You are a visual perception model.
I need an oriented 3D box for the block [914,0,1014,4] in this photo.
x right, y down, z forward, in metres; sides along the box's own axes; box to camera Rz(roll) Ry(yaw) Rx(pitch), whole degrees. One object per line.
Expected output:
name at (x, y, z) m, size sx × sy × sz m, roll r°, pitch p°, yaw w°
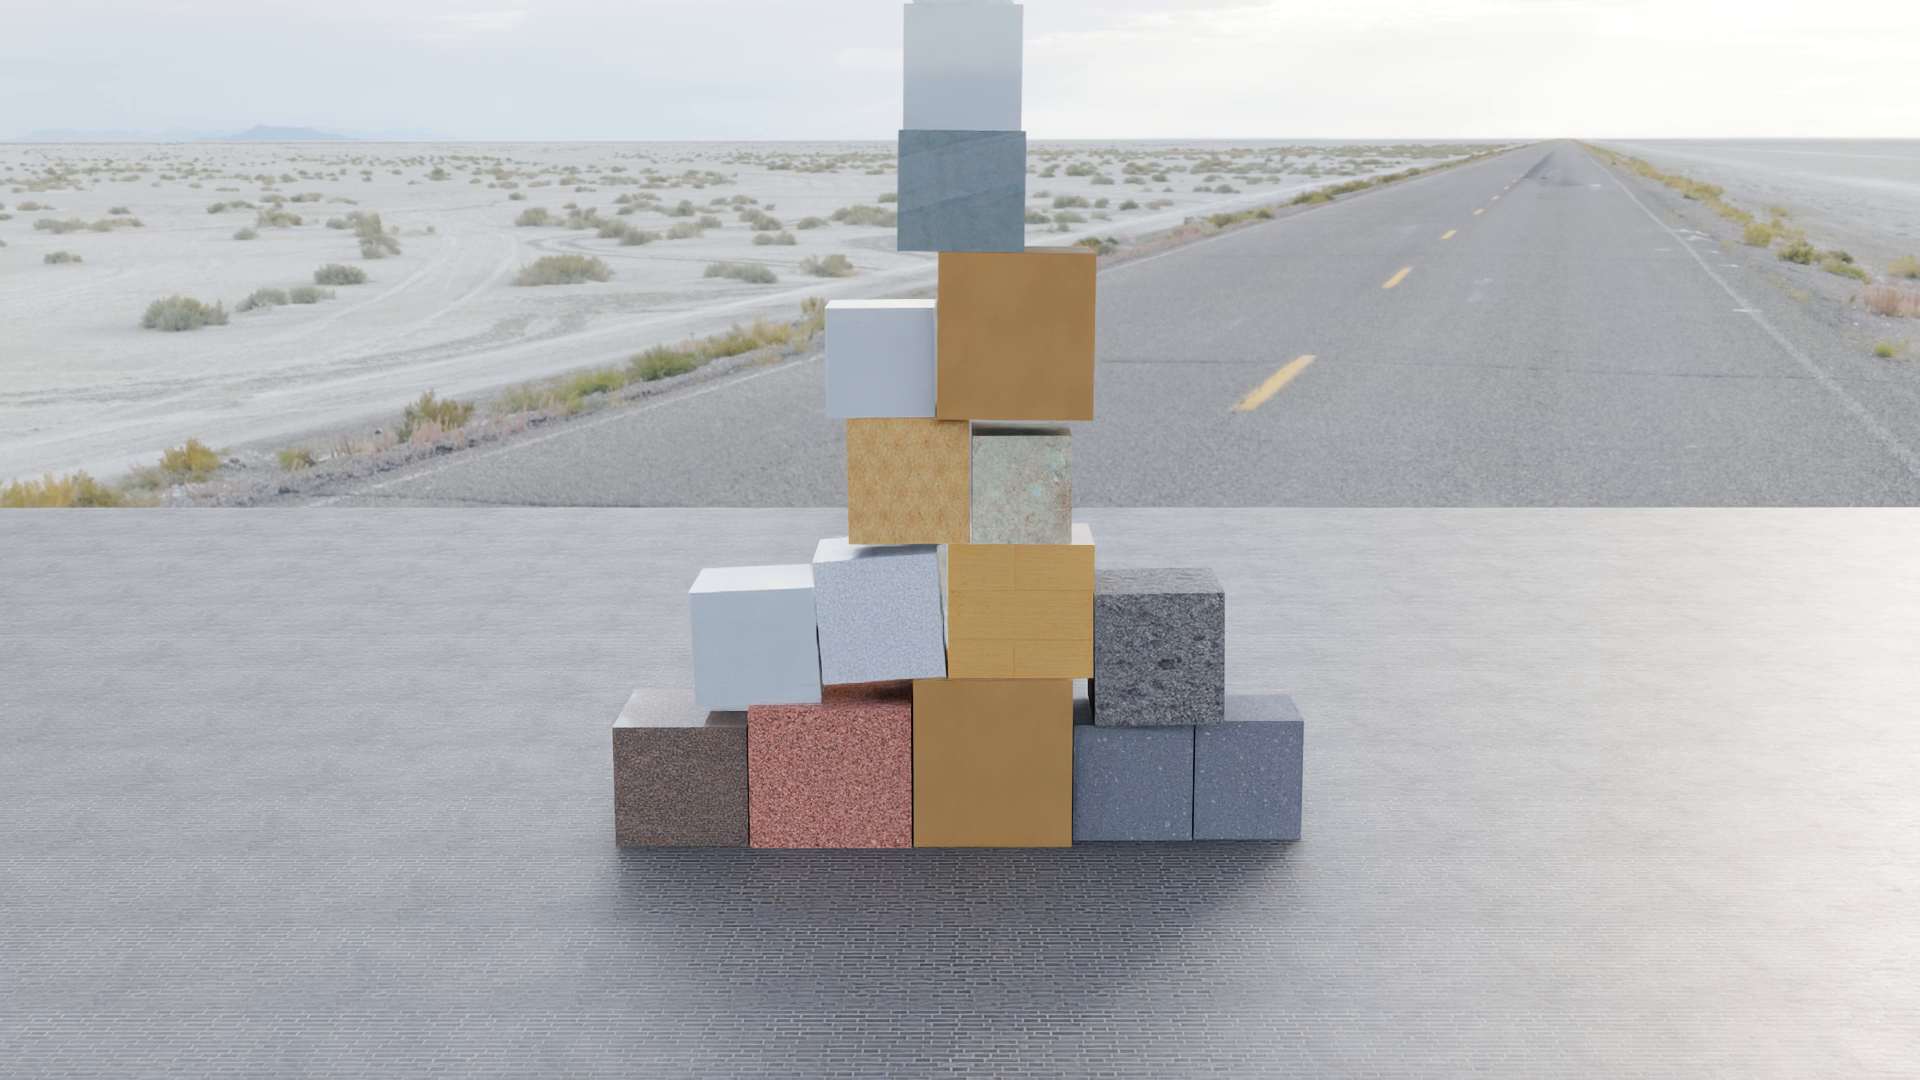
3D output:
block at (0.019, -2.802, 10.685) m, size 0.480 × 0.418 × 0.447 m, roll 1°, pitch 10°, yaw 0°

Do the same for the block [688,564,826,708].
block at (-1.023, 0.480, 11.277) m, size 0.629 × 0.586 × 0.629 m, roll -3°, pitch 10°, yaw 0°

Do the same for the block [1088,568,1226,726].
block at (0.995, 0.538, 11.275) m, size 0.648 × 0.673 × 0.658 m, roll -1°, pitch 10°, yaw 0°

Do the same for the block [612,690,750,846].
block at (-1.400, 1.169, 11.411) m, size 0.670 × 0.617 × 0.777 m, roll 0°, pitch 10°, yaw 0°

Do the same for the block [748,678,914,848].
block at (-0.649, 1.122, 11.395) m, size 0.812 × 0.715 × 0.833 m, roll 0°, pitch 10°, yaw 0°

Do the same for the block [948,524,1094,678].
block at (0.304, 0.301, 11.229) m, size 0.725 × 0.676 × 0.626 m, roll 0°, pitch 10°, yaw 0°

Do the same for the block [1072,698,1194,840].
block at (0.875, 1.179, 11.389) m, size 0.605 × 0.605 × 0.556 m, roll 0°, pitch 10°, yaw 0°

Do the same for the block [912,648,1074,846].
block at (0.164, 1.057, 11.357) m, size 0.795 × 0.858 × 0.742 m, roll 0°, pitch 10°, yaw 0°

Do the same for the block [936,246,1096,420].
block at (0.272, -1.047, 10.998) m, size 0.762 × 0.810 × 0.711 m, roll 1°, pitch 10°, yaw 0°

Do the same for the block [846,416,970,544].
block at (-0.253, -0.342, 11.130) m, size 0.603 × 0.626 × 0.577 m, roll 0°, pitch 10°, yaw 0°

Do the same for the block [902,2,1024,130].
block at (0.014, -2.302, 10.752) m, size 0.567 × 0.589 × 0.580 m, roll 1°, pitch 10°, yaw 0°

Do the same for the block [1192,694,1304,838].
block at (1.461, 1.169, 11.404) m, size 0.548 × 0.620 × 0.540 m, roll 0°, pitch 10°, yaw 0°

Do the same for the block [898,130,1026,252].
block at (0.008, -1.732, 10.876) m, size 0.613 × 0.577 × 0.669 m, roll 1°, pitch 10°, yaw 0°

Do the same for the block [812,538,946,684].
block at (-0.400, 0.337, 11.239) m, size 0.617 × 0.624 × 0.641 m, roll -4°, pitch 10°, yaw 1°

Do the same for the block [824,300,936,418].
block at (-0.392, -0.915, 11.028) m, size 0.534 × 0.540 × 0.541 m, roll 0°, pitch 10°, yaw 0°

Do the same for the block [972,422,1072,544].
block at (0.307, -0.296, 11.119) m, size 0.492 × 0.539 × 0.567 m, roll 0°, pitch 10°, yaw 0°
